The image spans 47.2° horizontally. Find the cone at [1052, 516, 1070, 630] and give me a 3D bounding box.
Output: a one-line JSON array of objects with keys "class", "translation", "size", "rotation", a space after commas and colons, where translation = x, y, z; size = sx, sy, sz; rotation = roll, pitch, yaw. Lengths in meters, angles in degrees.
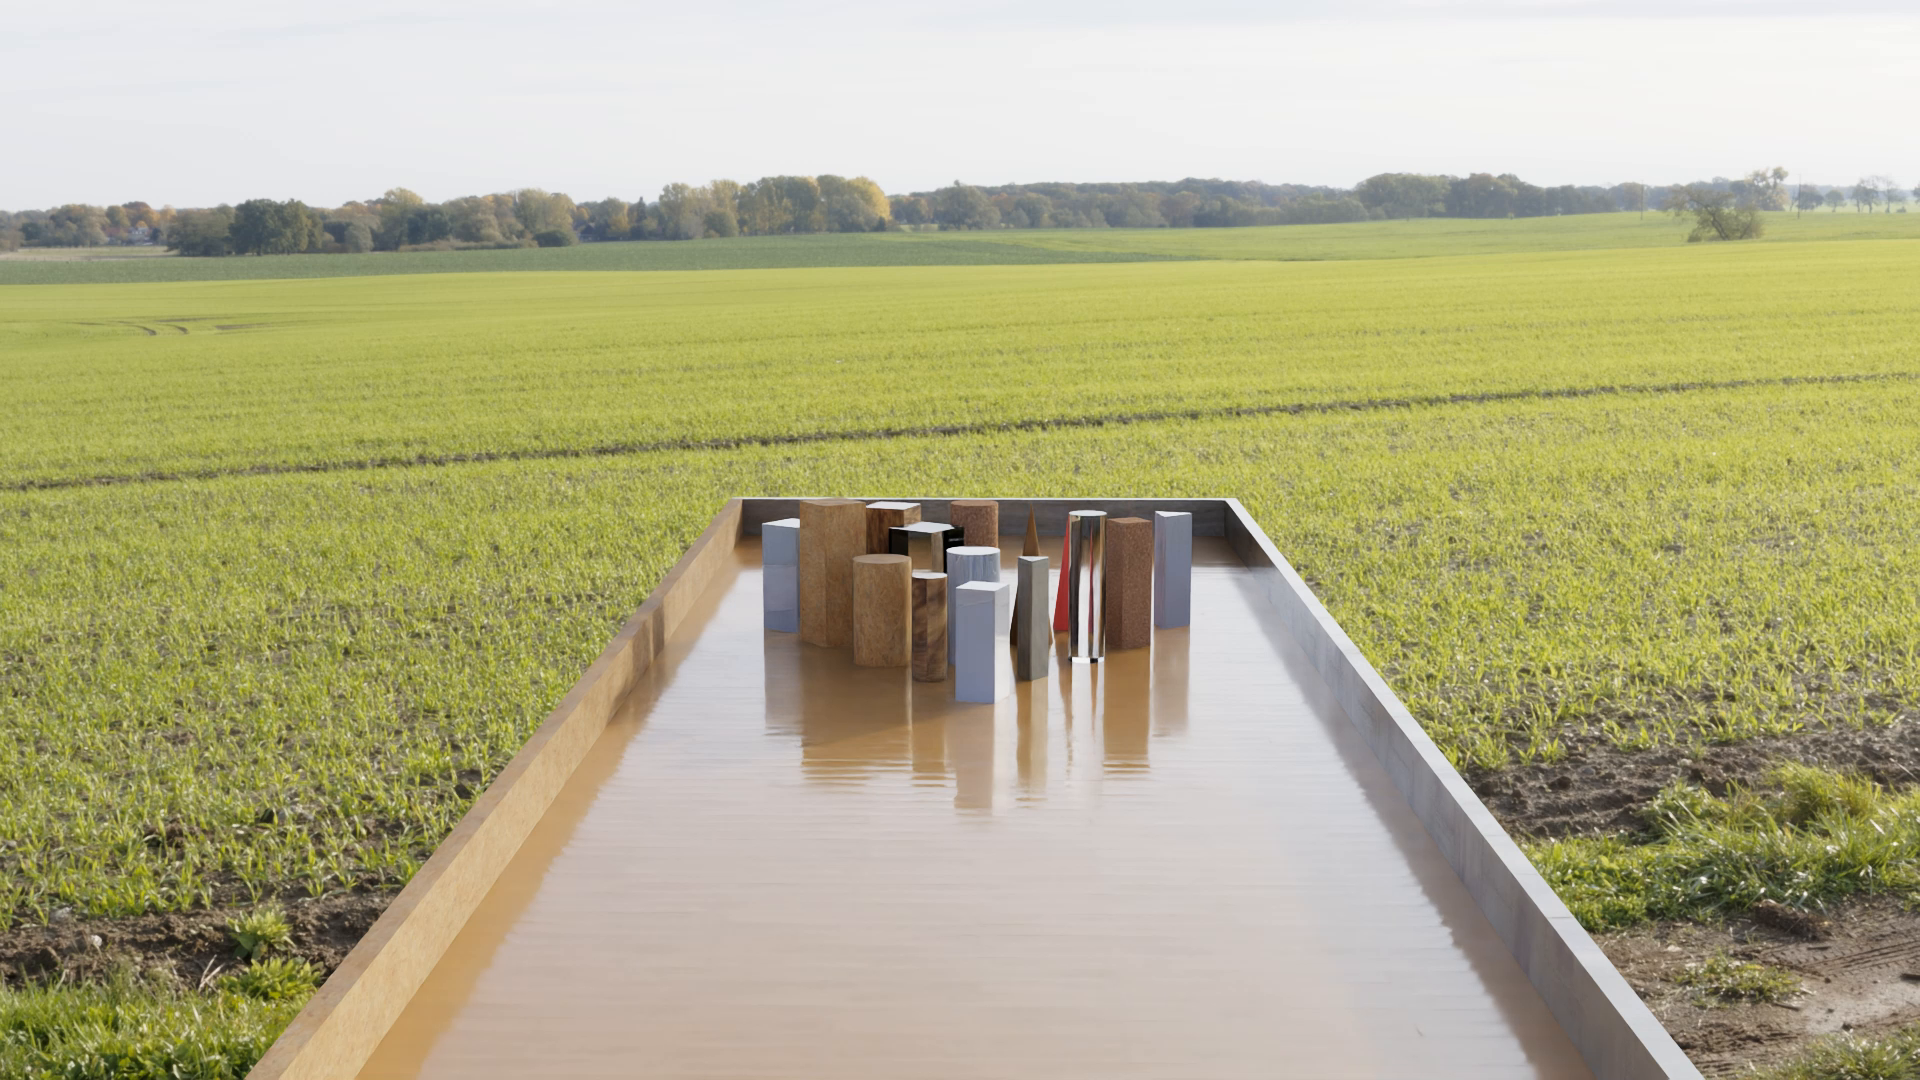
[{"class": "cone", "translation": [0.353, 0.099, 7.167], "size": [0.100, 0.381, 0.100], "rotation": [0, 9, 0]}]

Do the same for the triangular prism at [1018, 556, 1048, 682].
[{"class": "triangular prism", "translation": [0.202, 0.227, 6.444], "size": [0.078, 0.354, 0.090], "rotation": [7, 11, 36]}]

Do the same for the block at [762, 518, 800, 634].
[{"class": "block", "translation": [-0.541, 0.115, 7.179], "size": [0.145, 0.346, 0.145], "rotation": [7, 11, 36]}]

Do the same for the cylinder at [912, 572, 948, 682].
[{"class": "cylinder", "translation": [-0.089, 0.255, 6.419], "size": [0.104, 0.307, 0.104], "rotation": [0, 9, 0]}]

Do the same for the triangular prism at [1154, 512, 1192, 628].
[{"class": "triangular prism", "translation": [0.678, 0.095, 7.223], "size": [0.123, 0.371, 0.107], "rotation": [-7, 12, -39]}]

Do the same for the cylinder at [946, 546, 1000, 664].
[{"class": "cylinder", "translation": [0.040, 0.199, 6.663], "size": [0.163, 0.341, 0.163], "rotation": [0, 9, 0]}]

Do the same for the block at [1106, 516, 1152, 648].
[{"class": "block", "translation": [0.529, 0.134, 6.901], "size": [0.104, 0.396, 0.104], "rotation": [-4, 10, -26]}]

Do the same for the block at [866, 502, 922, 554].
[{"class": "block", "translation": [-0.222, 0.085, 7.195], "size": [0.145, 0.400, 0.145], "rotation": [3, 10, 21]}]

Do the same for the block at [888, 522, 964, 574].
[{"class": "block", "translation": [-0.105, 0.142, 6.932], "size": [0.168, 0.370, 0.168], "rotation": [7, 11, 36]}]

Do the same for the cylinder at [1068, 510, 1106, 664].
[{"class": "cylinder", "translation": [0.386, 0.141, 6.676], "size": [0.113, 0.451, 0.113], "rotation": [0, 9, 0]}]

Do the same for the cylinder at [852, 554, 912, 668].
[{"class": "cylinder", "translation": [-0.236, 0.212, 6.665], "size": [0.180, 0.315, 0.180], "rotation": [0, 9, 0]}]

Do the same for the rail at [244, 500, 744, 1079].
[{"class": "rail", "translation": [-1.004, 0.839, 3.234], "size": [0.050, 0.150, 12.000], "rotation": [0, 9, 1]}]

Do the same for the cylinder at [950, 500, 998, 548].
[{"class": "cylinder", "translation": [0.047, 0.080, 7.200], "size": [0.155, 0.408, 0.155], "rotation": [0, 9, 0]}]

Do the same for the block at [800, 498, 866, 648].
[{"class": "block", "translation": [-0.401, 0.100, 6.955], "size": [0.152, 0.446, 0.152], "rotation": [-6, 11, -35]}]

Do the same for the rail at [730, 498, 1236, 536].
[{"class": "rail", "translation": [0.099, -0.098, 9.147], "size": [2.100, 0.150, 0.050], "rotation": [0, 9, 1]}]

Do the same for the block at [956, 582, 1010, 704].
[{"class": "block", "translation": [0.064, 0.286, 6.178], "size": [0.118, 0.320, 0.118], "rotation": [4, 10, 21]}]

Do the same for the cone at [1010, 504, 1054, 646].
[{"class": "cone", "translation": [0.224, 0.101, 6.929], "size": [0.144, 0.452, 0.144], "rotation": [0, 9, 0]}]

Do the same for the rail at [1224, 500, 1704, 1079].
[{"class": "rail", "translation": [1.046, 0.843, 3.208], "size": [0.050, 0.150, 12.000], "rotation": [0, 9, 1]}]
